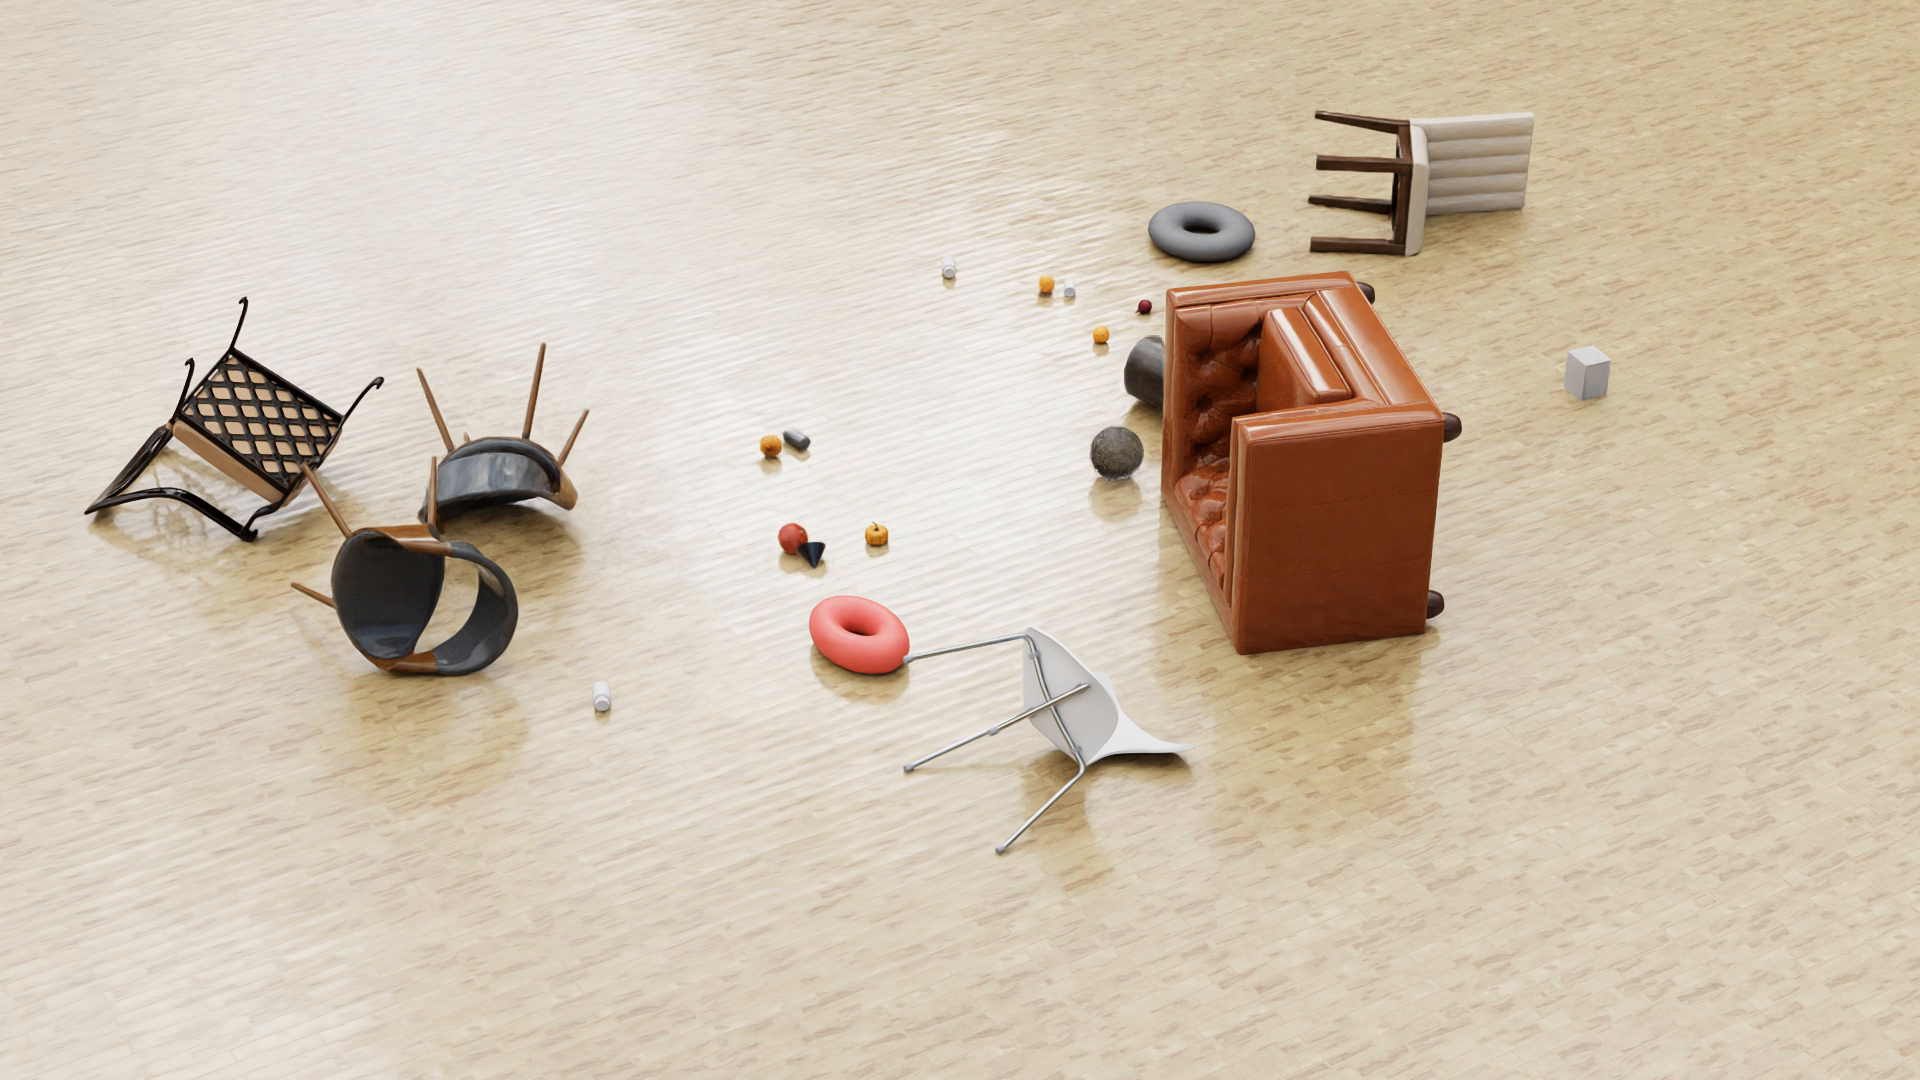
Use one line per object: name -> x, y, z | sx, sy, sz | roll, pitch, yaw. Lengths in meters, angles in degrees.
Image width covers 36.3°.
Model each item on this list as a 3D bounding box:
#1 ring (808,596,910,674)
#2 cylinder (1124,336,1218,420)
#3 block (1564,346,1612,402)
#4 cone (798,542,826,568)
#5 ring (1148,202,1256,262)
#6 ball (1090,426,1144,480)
ring -> -0.355, 0.332, 10.320 | 0.300, 0.136, 0.426 | -25, 41, -34
cylinder -> 0.841, -0.648, 11.686 | 0.278, 0.256, 0.276 | 25, -2, 33
block -> 2.527, -0.672, 11.814 | 0.120, 0.165, 0.129 | -14, 36, -20
cone -> -0.540, 0.069, 10.802 | 0.110, 0.093, 0.092 | -15, 60, 14
ring -> 1.064, -1.360, 12.912 | 0.483, 0.108, 0.452 | 23, 41, 30
ball -> 0.601, -0.335, 11.263 | 0.209, 0.209, 0.209 | 0, 33, 0
